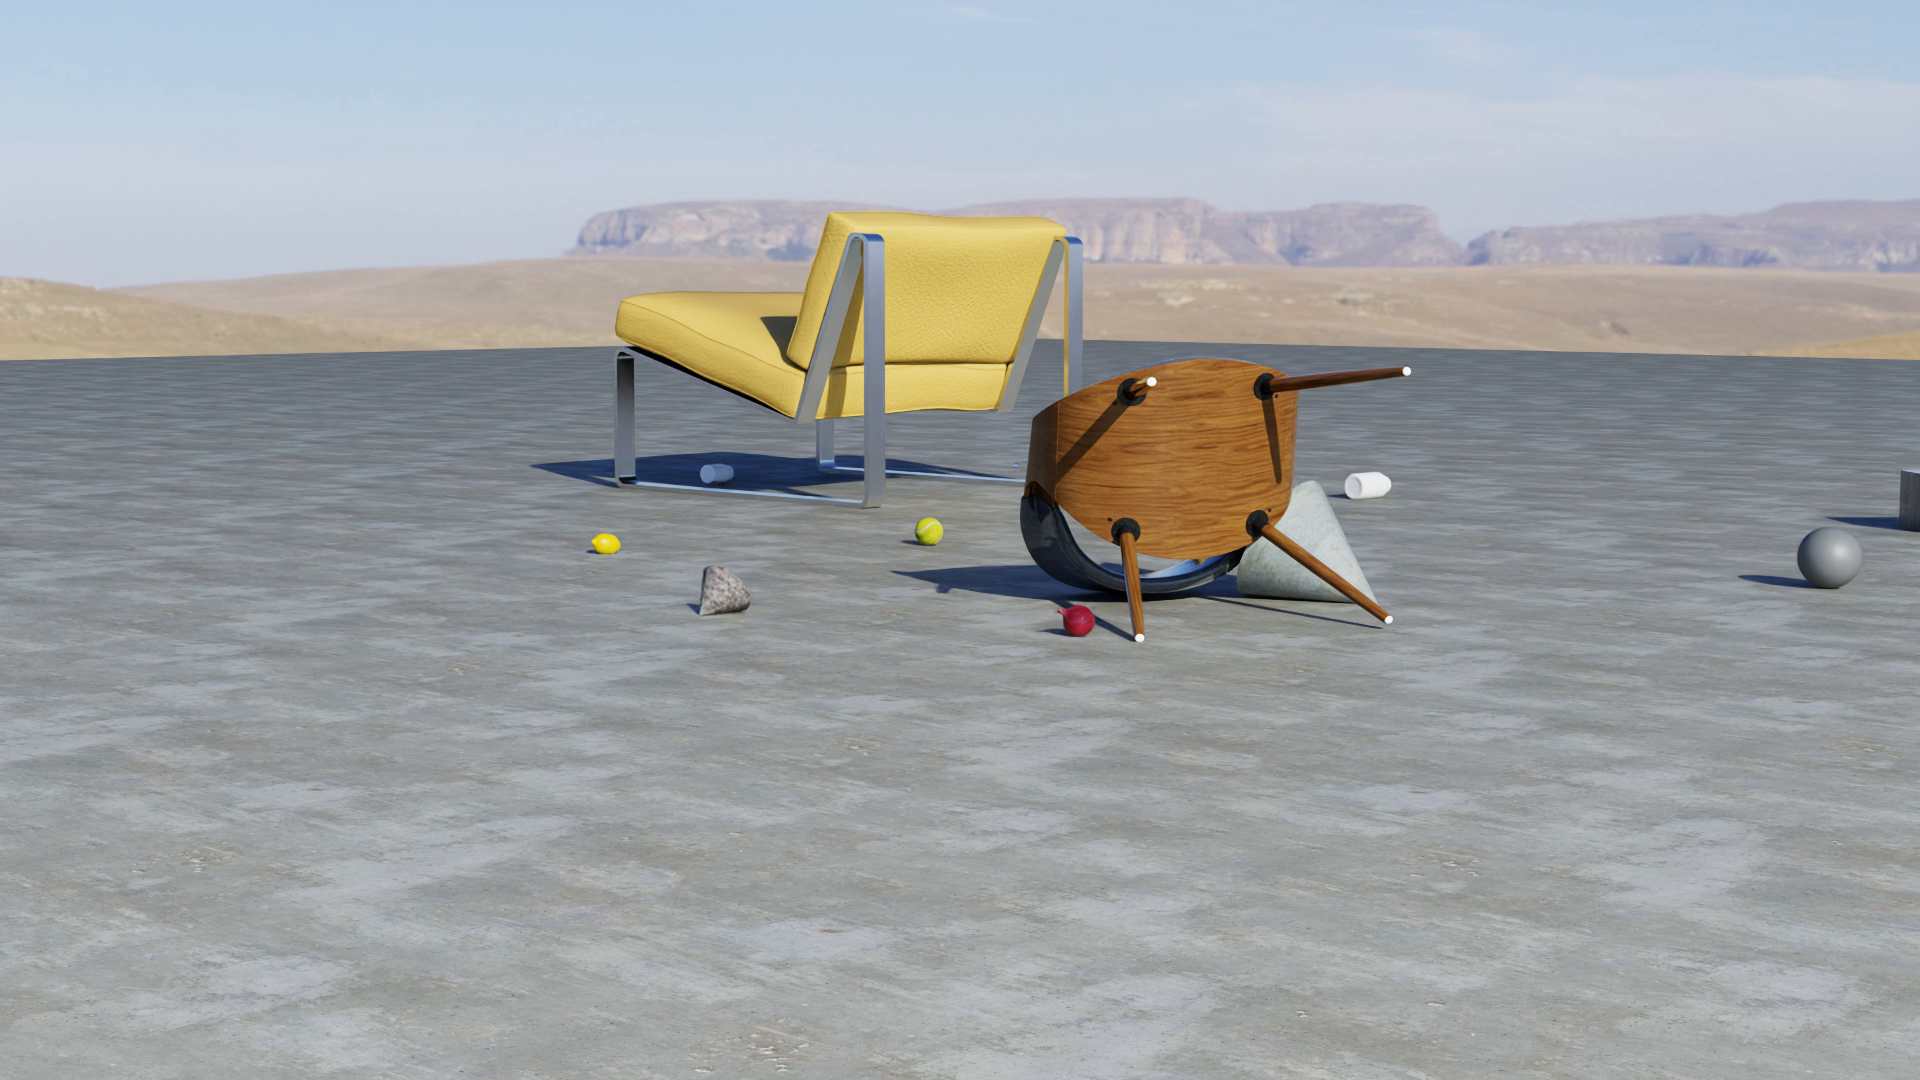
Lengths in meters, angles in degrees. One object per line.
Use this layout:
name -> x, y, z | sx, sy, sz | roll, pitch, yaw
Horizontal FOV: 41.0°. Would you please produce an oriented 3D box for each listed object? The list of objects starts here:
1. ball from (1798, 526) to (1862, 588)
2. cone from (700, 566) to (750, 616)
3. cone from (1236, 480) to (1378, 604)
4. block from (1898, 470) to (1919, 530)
ball -> 1.836, 0.037, 5.415 | 0.131, 0.131, 0.131 | 0, 6, 0
cone -> -0.482, 0.121, 5.005 | 0.121, 0.112, 0.087 | -8, 31, 49
cone -> 0.747, 0.064, 5.200 | 0.253, 0.277, 0.283 | 36, 19, 26
block -> 2.588, -0.100, 6.659 | 0.213, 0.148, 0.219 | 0, 6, -2
